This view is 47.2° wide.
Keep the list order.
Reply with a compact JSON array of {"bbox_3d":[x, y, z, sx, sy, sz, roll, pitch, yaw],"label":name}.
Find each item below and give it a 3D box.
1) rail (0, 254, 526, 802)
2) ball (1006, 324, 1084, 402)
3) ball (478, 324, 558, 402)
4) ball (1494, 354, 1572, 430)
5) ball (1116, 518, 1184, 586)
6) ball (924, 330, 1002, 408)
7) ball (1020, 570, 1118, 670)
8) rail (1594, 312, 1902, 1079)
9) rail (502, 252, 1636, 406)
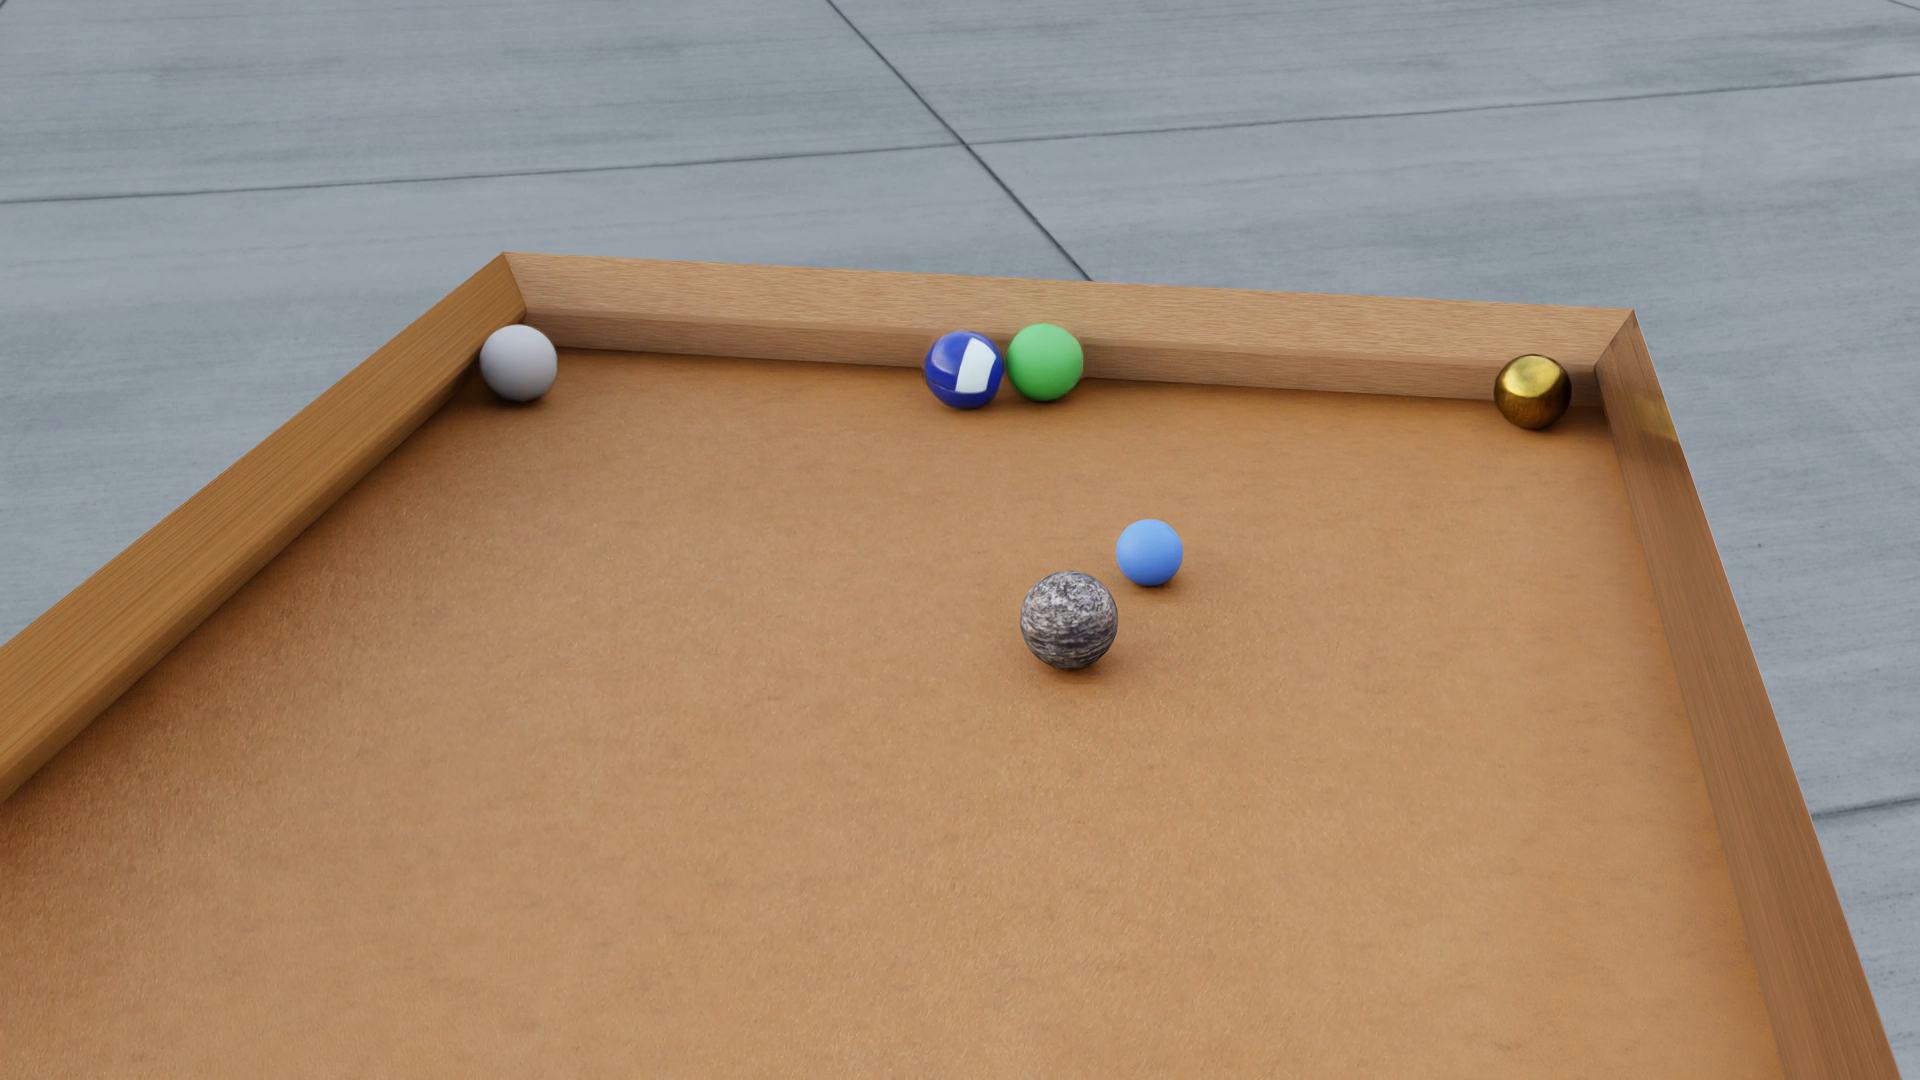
[{"bbox_3d":[-0.797,0.190,1.767,0.045,0.126,2.557,4,24,9],"label":"rail"},{"bbox_3d":[0.106,-0.220,2.730,0.097,0.097,0.097,0,24,0],"label":"ball"},{"bbox_3d":[-0.548,-0.219,2.727,0.096,0.096,0.096,0,24,0],"label":"ball"},{"bbox_3d":[0.689,-0.179,2.643,0.091,0.091,0.091,0,24,0],"label":"ball"},{"bbox_3d":[0.193,0.013,2.240,0.068,0.068,0.068,0,24,0],"label":"ball"},{"bbox_3d":[0.004,-0.210,2.707,0.097,0.097,0.097,0,24,0],"label":"ball"},{"bbox_3d":[0.103,0.075,2.070,0.093,0.093,0.093,0,24,0],"label":"ball"},{"bbox_3d":[0.580,0.286,1.550,0.045,0.126,2.557,4,24,9],"label":"rail"},{"bbox_3d":[0.105,-0.263,2.788,1.445,0.126,0.045,4,24,9],"label":"rail"}]
